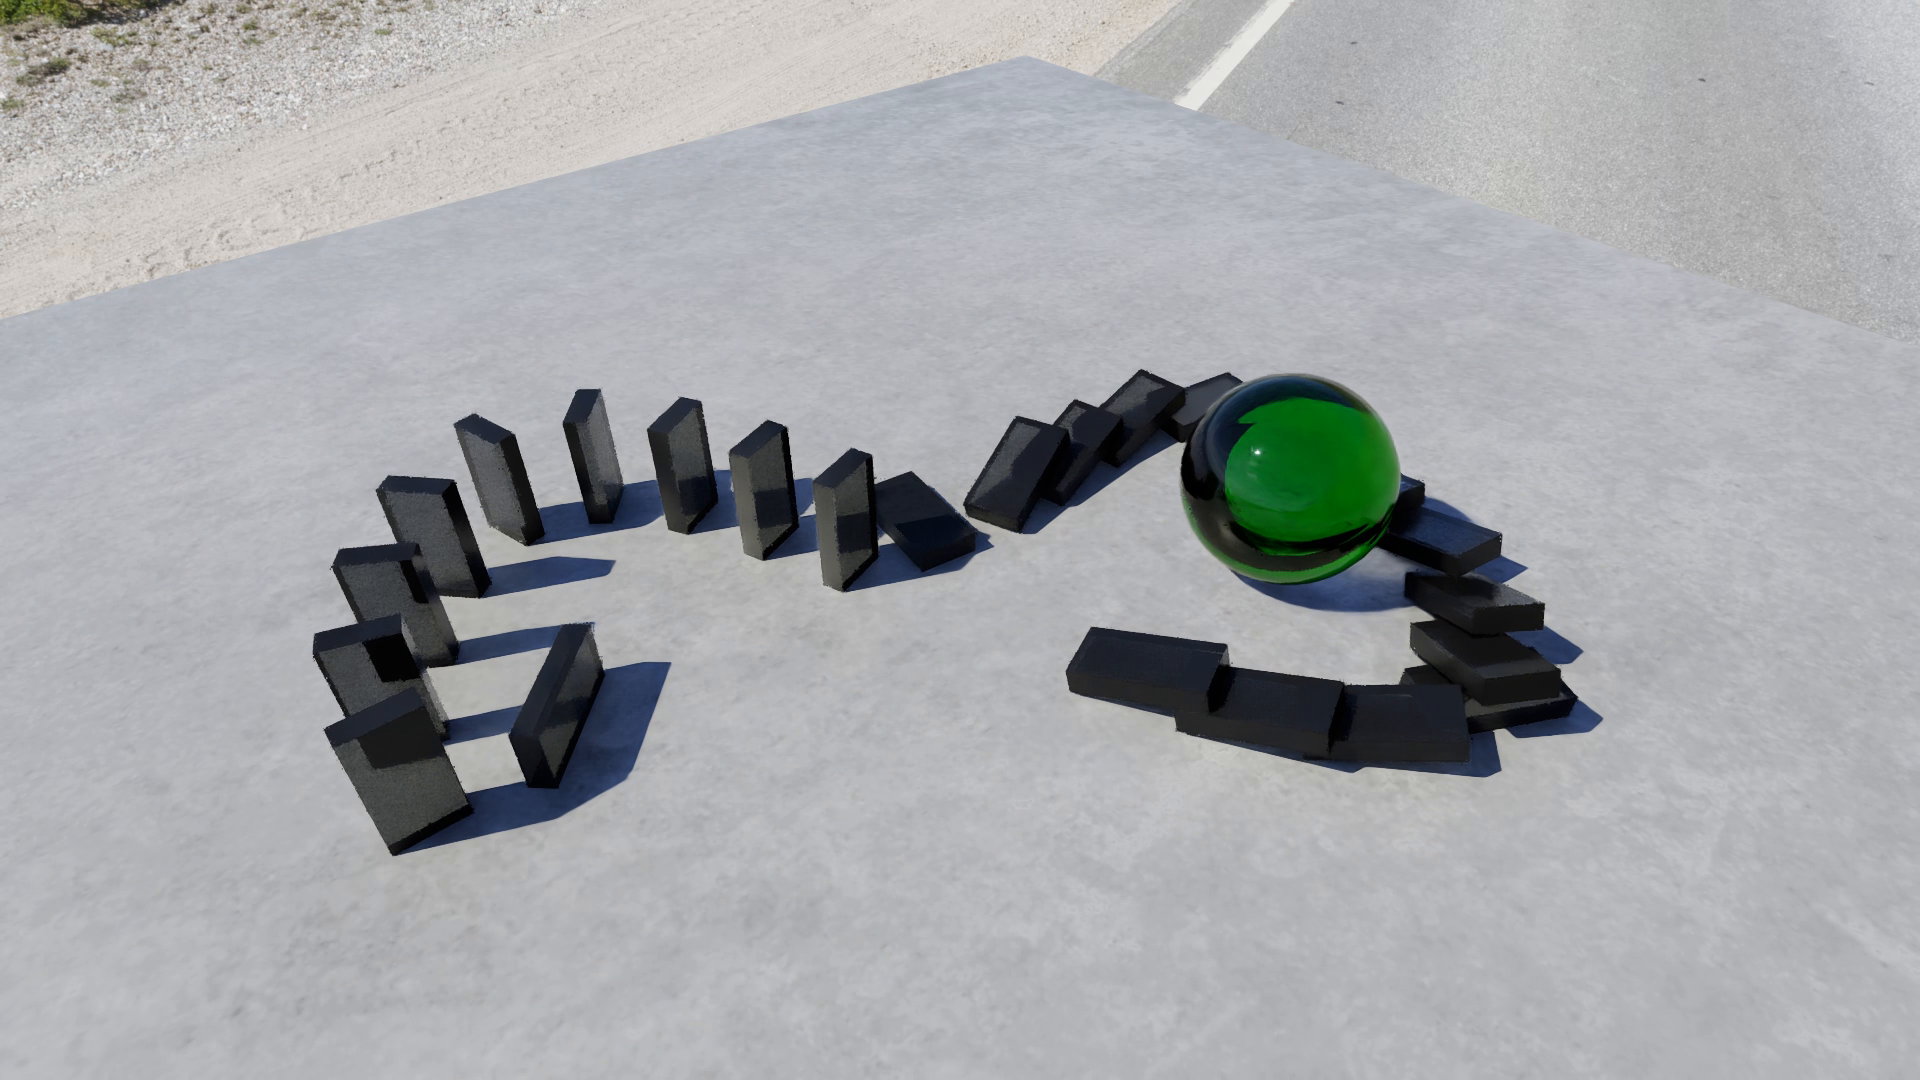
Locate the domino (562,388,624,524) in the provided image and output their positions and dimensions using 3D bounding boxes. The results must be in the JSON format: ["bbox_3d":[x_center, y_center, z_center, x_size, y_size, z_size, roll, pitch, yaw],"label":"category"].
[{"bbox_3d":[-0.150,-0.034,0.453,0.009,0.050,0.025,-1,39,-1],"label":"domino"}]

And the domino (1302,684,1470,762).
[{"bbox_3d":[0.139,0.060,0.362,0.050,0.010,0.025,-3,37,18],"label":"domino"}]

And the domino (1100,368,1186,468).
[{"bbox_3d":[0.078,-0.056,0.503,0.025,0.010,0.050,32,63,33],"label":"domino"}]

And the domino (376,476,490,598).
[{"bbox_3d":[-0.197,-0.001,0.412,0.025,0.050,0.010,4,39,5],"label":"domino"}]

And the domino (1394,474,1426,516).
[{"bbox_3d":[0.166,-0.024,0.463,0.025,0.009,0.050,-19,28,-21],"label":"domino"}]

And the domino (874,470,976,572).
[{"bbox_3d":[-0.018,-0.009,0.454,0.025,0.010,0.050,-22,44,-25],"label":"domino"}]

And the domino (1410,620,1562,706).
[{"bbox_3d":[0.177,0.040,0.373,0.025,0.010,0.050,-6,17,-3],"label":"domino"}]

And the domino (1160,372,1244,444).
[{"bbox_3d":[0.116,-0.063,0.521,0.050,0.009,0.025,-22,44,-24],"label":"domino"}]

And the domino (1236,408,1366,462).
[{"bbox_3d":[0.152,-0.047,0.491,0.050,0.010,0.025,11,34,32],"label":"domino"}]

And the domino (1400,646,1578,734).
[{"bbox_3d":[0.181,0.053,0.379,0.050,0.010,0.025,-8,40,-10],"label":"domino"}]

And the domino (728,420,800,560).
[{"bbox_3d":[-0.077,-0.019,0.435,0.009,0.050,0.025,19,43,22],"label":"domino"}]

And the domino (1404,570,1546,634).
[{"bbox_3d":[0.186,0.022,0.400,0.025,0.009,0.050,-3,12,-4],"label":"domino"}]

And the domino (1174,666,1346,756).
[{"bbox_3d":[0.100,0.055,0.366,0.050,0.010,0.025,5,37,30],"label":"domino"}]

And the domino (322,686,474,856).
[{"bbox_3d":[-0.166,0.069,0.327,0.025,0.050,0.010,-28,47,-30],"label":"domino"}]

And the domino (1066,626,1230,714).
[{"bbox_3d":[0.065,0.044,0.380,0.050,0.009,0.025,5,37,29],"label":"domino"}]

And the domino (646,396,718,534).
[{"bbox_3d":[-0.112,-0.030,0.448,0.010,0.050,0.025,13,41,15],"label":"domino"}]

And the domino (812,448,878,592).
[{"bbox_3d":[-0.043,-0.007,0.420,0.010,0.050,0.025,20,43,23],"label":"domino"}]

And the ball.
[{"bbox_3d":[0.124,-0.023,0.416,0.080,0.080,0.080,0,39,0],"label":"ball"}]

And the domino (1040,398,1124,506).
[{"bbox_3d":[0.048,-0.039,0.481,0.025,0.010,0.050,25,60,28],"label":"domino"}]

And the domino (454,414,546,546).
[{"bbox_3d":[-0.184,-0.024,0.440,0.025,0.050,0.009,24,45,26],"label":"domino"}]

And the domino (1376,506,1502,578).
[{"bbox_3d":[0.184,-0.002,0.435,0.025,0.010,0.050,-21,28,-25],"label":"domino"}]

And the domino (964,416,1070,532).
[{"bbox_3d":[0.024,-0.029,0.465,0.025,0.010,0.050,18,61,24],"label":"domino"}]

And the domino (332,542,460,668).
[{"bbox_3d":[-0.195,0.024,0.382,0.025,0.050,0.009,-6,40,-7],"label":"domino"}]

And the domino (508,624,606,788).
[{"bbox_3d":[-0.133,0.054,0.365,0.009,0.025,0.050,2,39,3],"label":"domino"}]

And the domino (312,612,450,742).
[{"bbox_3d":[-0.185,0.048,0.353,0.025,0.050,0.009,-14,41,-17],"label":"domino"}]
